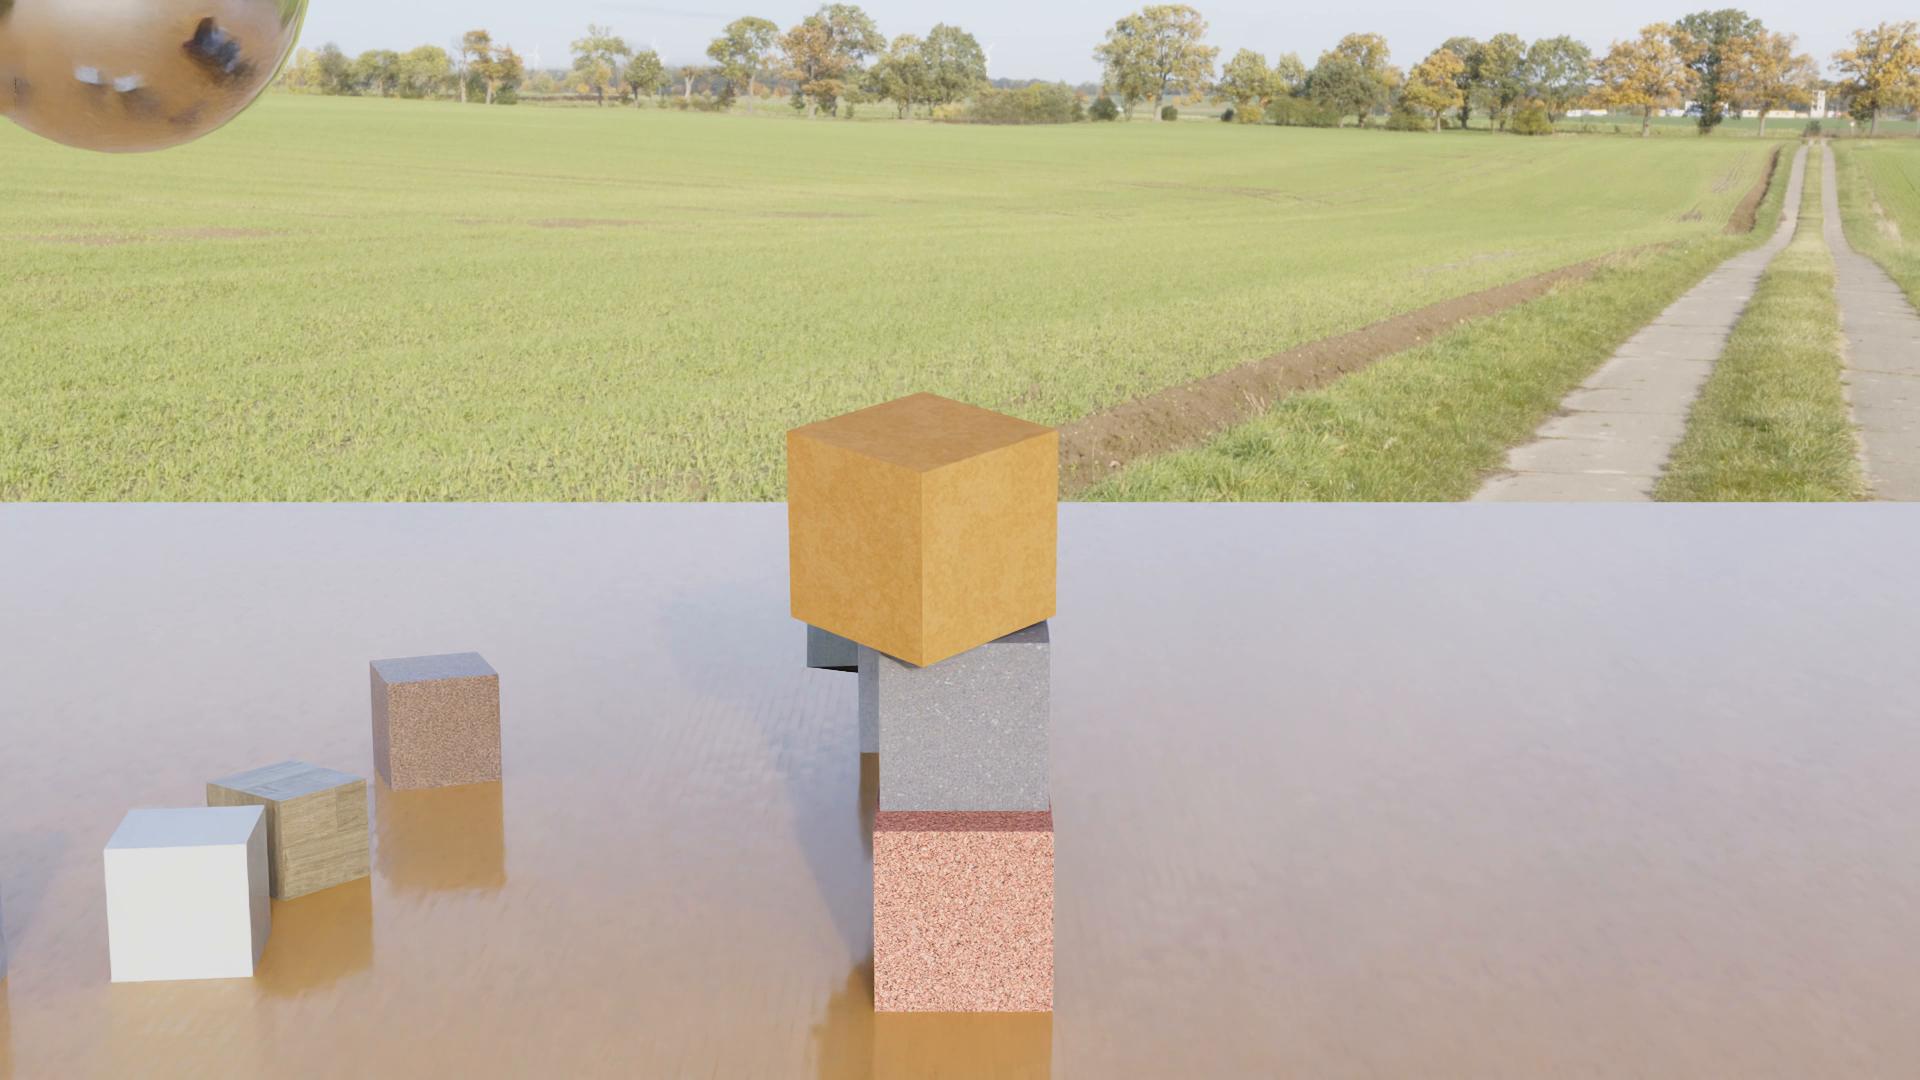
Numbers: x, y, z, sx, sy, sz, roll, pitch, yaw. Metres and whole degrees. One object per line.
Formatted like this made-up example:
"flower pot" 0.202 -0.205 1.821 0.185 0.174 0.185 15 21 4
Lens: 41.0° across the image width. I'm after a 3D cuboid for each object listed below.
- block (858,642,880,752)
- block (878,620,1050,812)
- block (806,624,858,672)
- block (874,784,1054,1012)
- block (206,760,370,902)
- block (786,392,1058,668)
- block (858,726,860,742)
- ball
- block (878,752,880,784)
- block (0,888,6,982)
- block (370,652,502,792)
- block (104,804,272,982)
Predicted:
"block" -0.054 0.379 10.846 0.753 0.768 0.755 -1 22 -2
"block" 0.015 0.643 10.120 0.650 0.668 0.670 0 13 0
"block" -0.203 0.278 11.867 0.740 0.643 0.742 -3 -7 25
"block" 0.014 1.373 10.033 0.675 0.709 0.748 0 10 0
"block" -2.963 1.274 11.322 0.509 0.443 0.467 8 13 36
"block" -0.142 -0.060 9.853 0.728 0.757 0.732 18 27 41
"block" -0.155 0.711 13.926 0.700 0.619 0.707 1 10 6
"ball" -3.539 -2.422 10.740 1.600 1.600 1.600 0 10 0
"block" -0.001 1.058 11.460 0.702 0.818 0.749 0 10 0
"block" -4.032 1.488 9.726 0.598 0.592 0.682 -1 10 -6
"block" -2.660 0.913 13.009 0.552 0.549 0.548 -4 11 -21
"block" -3.088 1.411 10.294 0.537 0.541 0.550 -1 10 -7
